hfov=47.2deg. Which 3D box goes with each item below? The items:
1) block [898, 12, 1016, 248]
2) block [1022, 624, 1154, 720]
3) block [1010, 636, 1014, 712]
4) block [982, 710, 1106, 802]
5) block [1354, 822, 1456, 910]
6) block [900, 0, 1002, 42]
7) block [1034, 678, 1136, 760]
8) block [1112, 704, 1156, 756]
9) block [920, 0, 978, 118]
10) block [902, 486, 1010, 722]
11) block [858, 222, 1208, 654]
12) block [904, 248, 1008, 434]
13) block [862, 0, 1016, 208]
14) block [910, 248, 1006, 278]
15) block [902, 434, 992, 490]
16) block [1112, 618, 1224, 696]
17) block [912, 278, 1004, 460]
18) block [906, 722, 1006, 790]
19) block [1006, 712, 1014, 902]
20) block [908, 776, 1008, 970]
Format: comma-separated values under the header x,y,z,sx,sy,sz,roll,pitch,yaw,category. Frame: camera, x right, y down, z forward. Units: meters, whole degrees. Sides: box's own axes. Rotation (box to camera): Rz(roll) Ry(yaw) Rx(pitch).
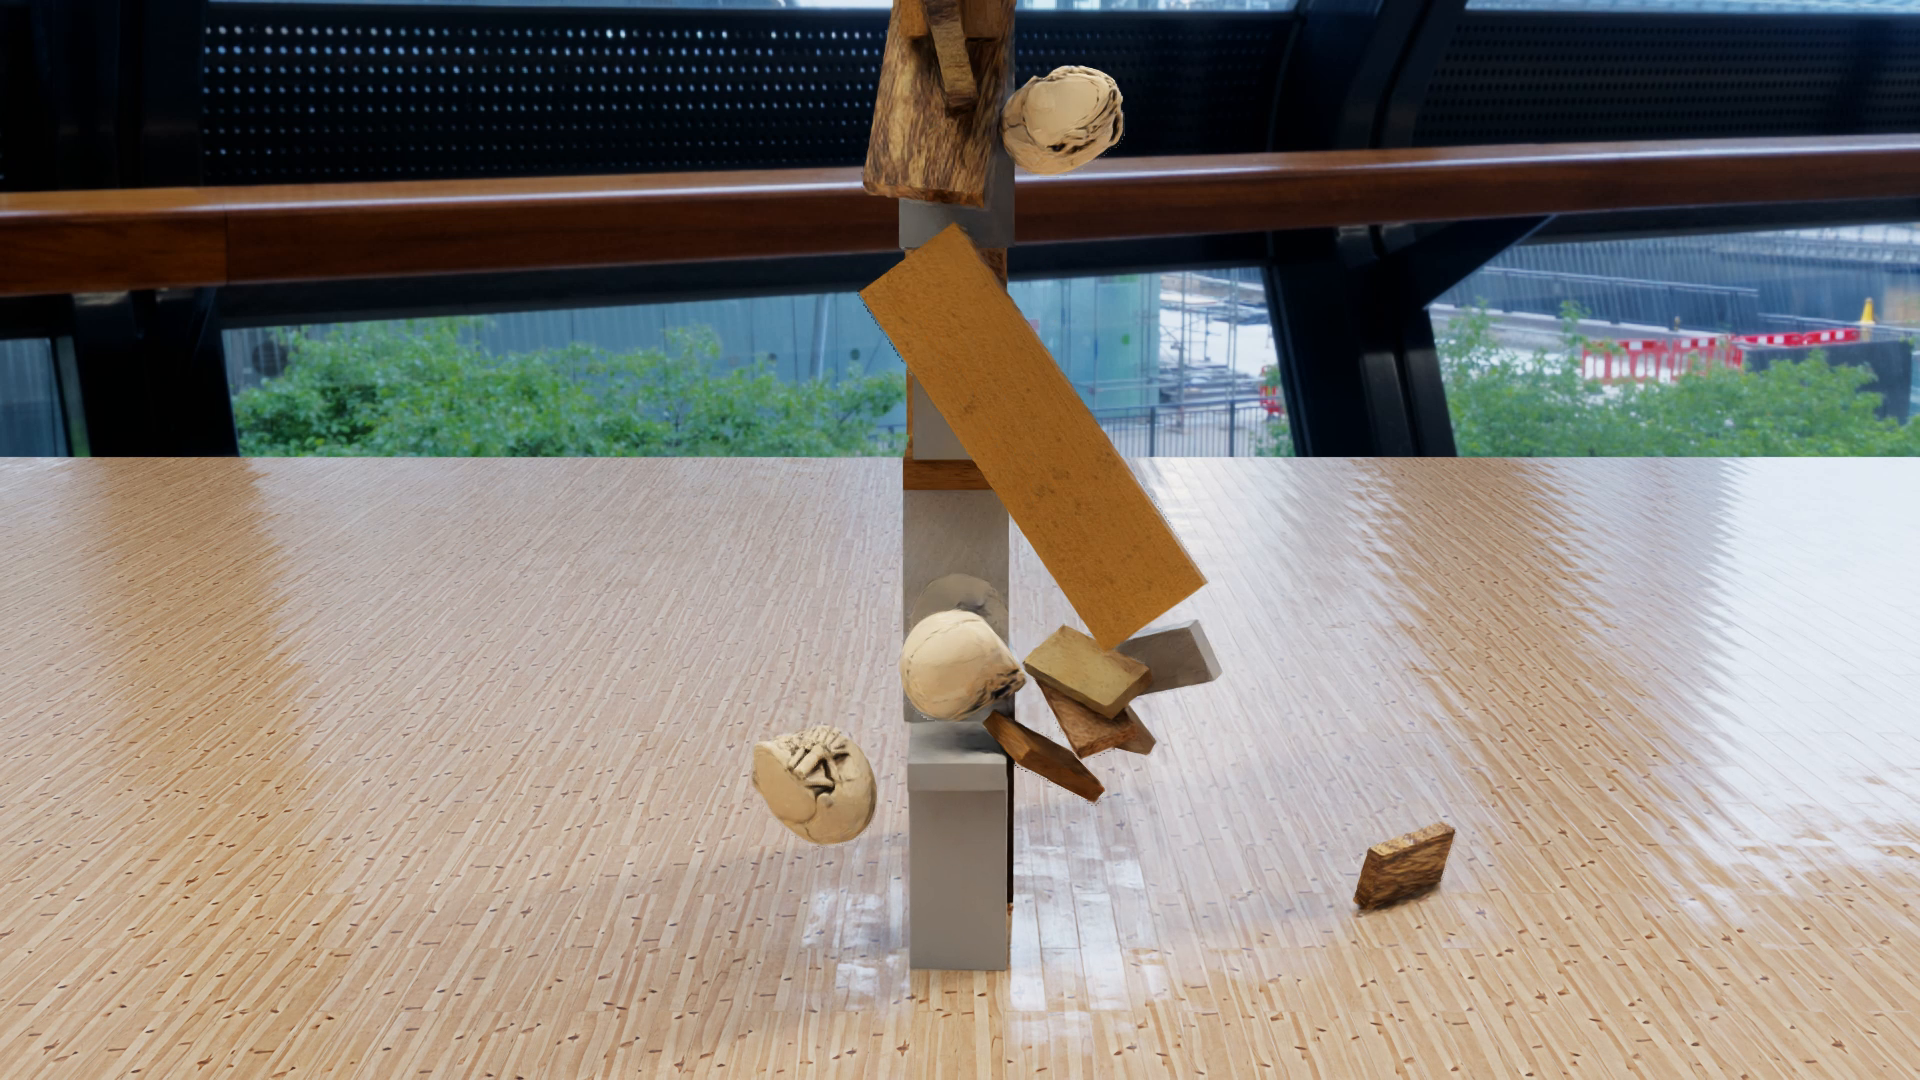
x,y,z,sx,sy,sz,roll,pitch,yaw,category
-0.004,-0.621,3.346,0.176,0.352,0.050,0,7,3,block
0.192,0.198,3.331,0.094,0.027,0.187,-40,42,-23,block
0.006,0.223,3.694,0.166,0.047,0.333,0,11,0,block
0.129,0.331,3.353,0.204,0.029,0.102,32,10,-45,block
0.739,0.539,3.650,0.204,0.102,0.029,-10,30,-42,block
-0.010,-0.874,3.187,0.145,0.290,0.041,2,7,3,block
0.187,0.244,3.346,0.094,0.027,0.187,-21,45,-8,block
0.226,0.268,3.525,0.102,0.204,0.029,9,58,42,block
-0.030,-0.751,3.107,0.041,0.290,0.145,-14,6,-1,block
-0.005,0.098,3.452,0.165,0.376,0.047,0,10,2,block
0.106,-0.151,3.217,0.176,0.642,0.050,-35,-6,11,block
-0.005,-0.343,3.625,0.167,0.335,0.047,0,10,0,block
-0.027,-0.675,3.246,0.176,0.352,0.050,7,-12,7,block
0.001,-0.433,3.410,0.138,0.039,0.275,0,10,2,block
-0.002,-0.130,3.522,0.165,0.047,0.330,0,10,1,block
0.311,0.184,3.393,0.187,0.094,0.027,-16,13,47,block
-0.003,-0.262,3.346,0.138,0.275,0.039,0,10,1,block
-0.004,0.323,3.384,0.147,0.042,0.293,0,11,0,block
0.005,0.430,3.620,0.167,0.333,0.047,0,11,0,block
-0.003,0.504,3.328,0.147,0.293,0.042,1,11,3,block
